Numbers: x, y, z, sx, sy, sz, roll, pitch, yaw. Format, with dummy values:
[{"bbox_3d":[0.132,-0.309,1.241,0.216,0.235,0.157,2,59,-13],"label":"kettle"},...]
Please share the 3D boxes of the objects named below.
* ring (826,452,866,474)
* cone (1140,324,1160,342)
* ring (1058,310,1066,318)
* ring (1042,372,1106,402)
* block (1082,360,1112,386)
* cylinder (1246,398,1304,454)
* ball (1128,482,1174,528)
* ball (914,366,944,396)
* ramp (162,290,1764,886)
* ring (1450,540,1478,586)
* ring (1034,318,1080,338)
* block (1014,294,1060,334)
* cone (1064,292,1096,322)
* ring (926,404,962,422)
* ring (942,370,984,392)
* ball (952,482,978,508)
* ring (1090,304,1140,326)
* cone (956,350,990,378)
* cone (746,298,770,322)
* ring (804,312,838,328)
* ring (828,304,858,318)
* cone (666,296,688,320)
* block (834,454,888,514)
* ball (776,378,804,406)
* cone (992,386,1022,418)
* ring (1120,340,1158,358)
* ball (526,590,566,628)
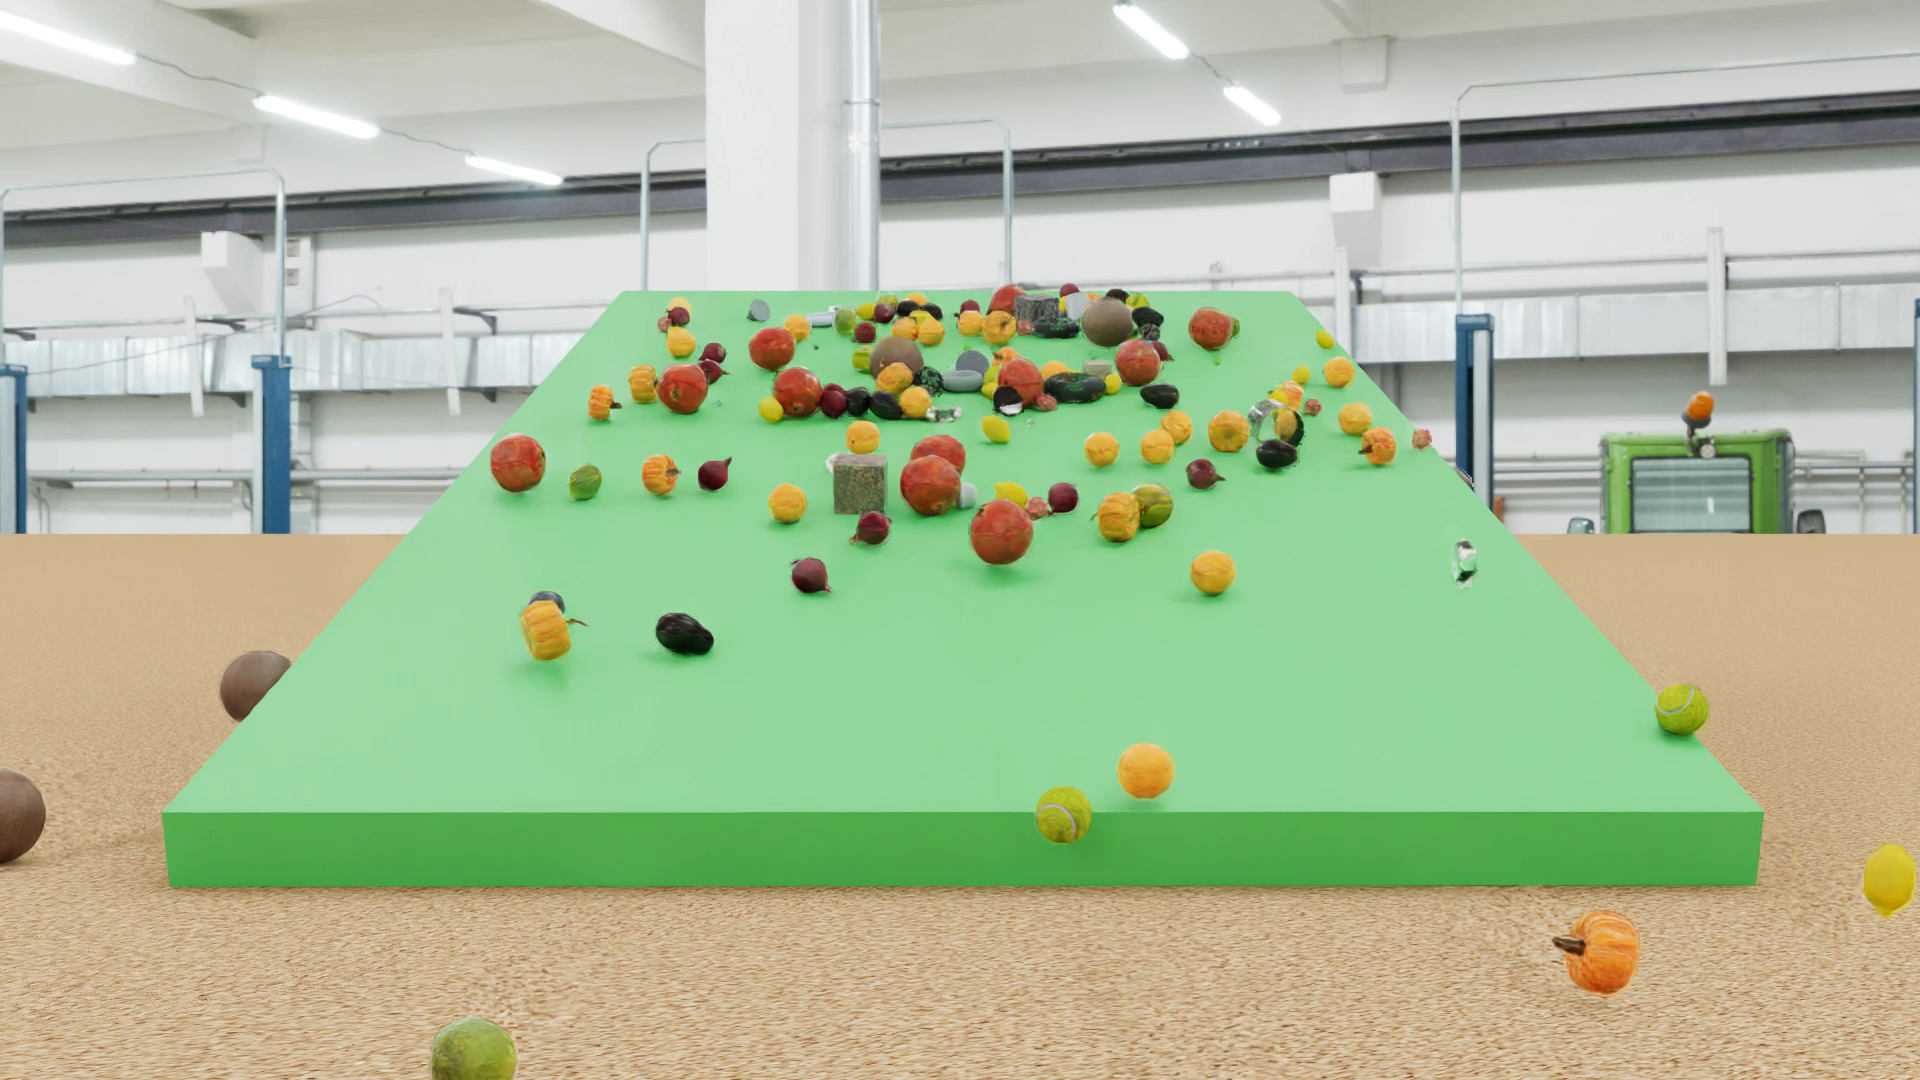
[{"bbox_3d":[-0.215,-0.152,4.427,0.108,0.036,0.108,1,15,0],"label":"ring"},{"bbox_3d":[0.497,-0.539,5.819,0.053,0.053,0.053,0,-11,-9],"label":"cone"},{"bbox_3d":[0.257,-0.618,6.097,0.077,0.026,0.077,-3,18,1],"label":"ring"},{"bbox_3d":[0.265,-0.354,5.120,0.147,0.049,0.147,-1,17,0],"label":"ring"},{"bbox_3d":[0.326,-0.398,5.264,0.054,0.054,0.054,-5,17,-17],"label":"block"},{"bbox_3d":[0.662,-0.240,4.626,0.096,0.096,0.096,0,16,-10],"label":"cylinder"},{"bbox_3d":[0.349,-0.064,4.027,0.084,0.084,0.084,0,0,0],"label":"ball"},{"bbox_3d":[-0.074,-0.368,5.128,0.070,0.070,0.070,0,0,0],"label":"ball"},{"bbox_3d":[-0.002,-0.155,4.688,2.000,0.100,4.000,0,16,0],"label":"ramp"},{"bbox_3d":[0.839,0.038,3.668,0.026,0.078,0.078,-6,1,-7],"label":"ring"},{"bbox_3d":[0.259,-0.565,5.880,0.123,0.041,0.123,0,17,0],"label":"ring"},{"bbox_3d":[0.208,-0.615,5.970,0.088,0.088,0.088,-8,18,-26],"label":"block"},{"bbox_3d":[0.318,-0.619,6.072,0.090,0.090,0.090,0,41,25],"label":"cone"},{"bbox_3d":[-0.034,-0.282,4.902,0.080,0.027,0.080,-3,16,1],"label":"ring"},{"bbox_3d":[0.002,-0.375,5.214,0.114,0.038,0.114,0,17,0],"label":"ring"},{"bbox_3d":[0.009,-0.085,4.160,0.051,0.051,0.051,0,0,0],"label":"ball"},{"bbox_3d":[0.426,-0.618,6.065,0.134,0.045,0.134,-1,17,0],"label":"ring"},{"bbox_3d":[0.026,-0.407,5.329,0.083,0.083,0.083,0,-12,-7],"label":"cone"},{"bbox_3d":[-0.574,-0.628,6.121,0.067,0.067,0.067,0,-15,-41],"label":"cone"},{"bbox_3d":[-0.382,-0.604,6.034,0.094,0.031,0.094,-1,16,0],"label":"ring"},{"bbox_3d":[-0.328,-0.642,6.176,0.083,0.028,0.083,1,16,0],"label":"ring"},{"bbox_3d":[-0.770,-0.630,6.125,0.070,0.070,0.070,0,-30,27],"label":"cone"},{"bbox_3d":[-0.187,-0.106,4.153,0.094,0.094,0.094,1,16,3],"label":"block"},{"bbox_3d":[-0.390,-0.340,5.042,0.063,0.063,0.063,0,0,0],"label":"ball"},{"bbox_3d":[0.091,-0.302,4.963,0.072,0.072,0.072,0,-13,-28],"label":"cone"},{"bbox_3d":[0.457,-0.490,5.632,0.097,0.032,0.097,1,17,0],"label":"ring"},{"bbox_3d":[-0.649,0.108,3.458,0.060,0.060,0.060,0,0,0],"label":"ball"}]
